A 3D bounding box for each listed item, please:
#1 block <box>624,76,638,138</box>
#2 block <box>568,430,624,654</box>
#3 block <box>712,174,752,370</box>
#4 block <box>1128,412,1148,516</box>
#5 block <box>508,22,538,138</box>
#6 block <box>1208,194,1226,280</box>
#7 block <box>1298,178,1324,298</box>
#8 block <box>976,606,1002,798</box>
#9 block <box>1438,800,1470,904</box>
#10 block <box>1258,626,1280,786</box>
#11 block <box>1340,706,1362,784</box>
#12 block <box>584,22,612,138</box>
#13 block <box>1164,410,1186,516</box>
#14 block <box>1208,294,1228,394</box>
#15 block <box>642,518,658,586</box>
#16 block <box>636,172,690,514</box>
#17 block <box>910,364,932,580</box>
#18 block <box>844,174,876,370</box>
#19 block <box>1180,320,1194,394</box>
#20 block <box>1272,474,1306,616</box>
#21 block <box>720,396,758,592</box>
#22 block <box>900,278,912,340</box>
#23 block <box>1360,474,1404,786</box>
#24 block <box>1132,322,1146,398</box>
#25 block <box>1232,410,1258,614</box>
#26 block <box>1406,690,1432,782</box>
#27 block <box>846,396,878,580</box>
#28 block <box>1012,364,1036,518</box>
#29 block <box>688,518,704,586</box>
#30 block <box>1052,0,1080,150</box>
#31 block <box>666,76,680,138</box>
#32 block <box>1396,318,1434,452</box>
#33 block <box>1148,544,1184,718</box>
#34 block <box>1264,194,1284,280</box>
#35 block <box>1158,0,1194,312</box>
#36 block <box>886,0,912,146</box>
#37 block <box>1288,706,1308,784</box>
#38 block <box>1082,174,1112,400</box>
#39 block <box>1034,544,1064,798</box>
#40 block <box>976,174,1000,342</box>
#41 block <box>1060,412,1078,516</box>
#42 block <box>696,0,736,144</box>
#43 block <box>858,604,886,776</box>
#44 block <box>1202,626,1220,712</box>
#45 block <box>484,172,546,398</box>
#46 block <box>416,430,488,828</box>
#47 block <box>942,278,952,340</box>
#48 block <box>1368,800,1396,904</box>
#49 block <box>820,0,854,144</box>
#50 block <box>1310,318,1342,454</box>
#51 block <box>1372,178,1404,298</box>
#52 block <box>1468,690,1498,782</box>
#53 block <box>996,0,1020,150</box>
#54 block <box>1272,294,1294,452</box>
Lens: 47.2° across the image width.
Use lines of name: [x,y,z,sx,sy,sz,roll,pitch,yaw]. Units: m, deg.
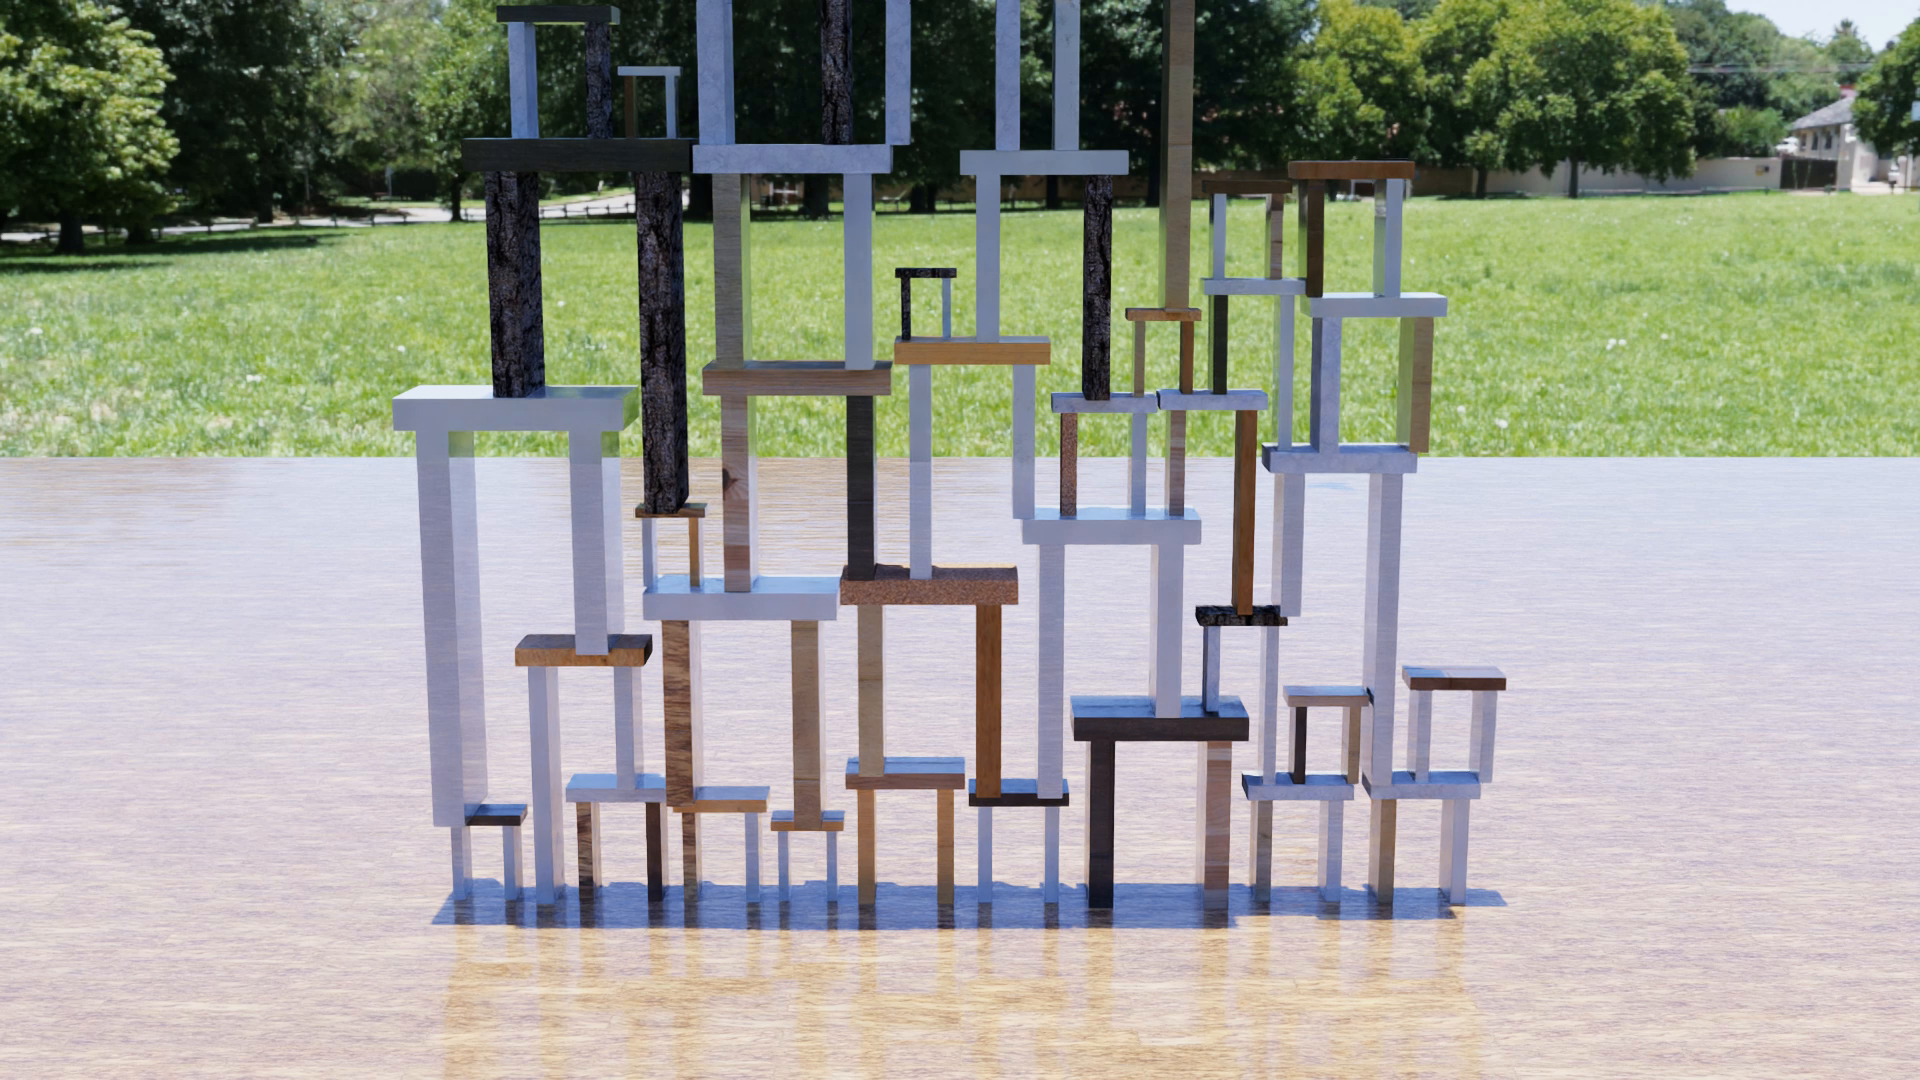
block: [-0.513,-0.675,3.432,0.014,0.096,0.048,0,11,0]
block: [-0.586,-0.010,3.555,0.051,0.359,0.180,0,11,0]
block: [-0.359,-0.428,3.476,0.043,0.302,0.151,0,11,0]
block: [0.285,-0.128,3.540,0.023,0.166,0.083,0,11,0]
block: [-0.680,-0.714,3.425,0.025,0.175,0.088,0,11,0]
block: [0.406,-0.480,3.474,0.019,0.134,0.067,0,11,0]
block: [0.553,-0.478,3.468,0.026,0.183,0.091,-1,11,0]
block: [0.047,0.248,3.607,0.040,0.319,0.142,0,11,0]
block: [0.820,0.502,3.650,0.025,0.179,0.090,0,11,0]
block: [0.506,0.264,3.609,0.020,0.267,0.071,0,11,0]
block: [0.644,0.330,3.624,0.019,0.131,0.066,0,11,0]
block: [-0.563,-0.714,3.425,0.025,0.175,0.088,0,11,0]
block: [0.346,-0.130,3.539,0.024,0.170,0.085,0,11,0]
block: [0.411,-0.315,3.505,0.022,0.158,0.079,-1,11,0]
block: [-0.503,0.015,3.564,0.016,0.113,0.056,0,11,0]
block: [-0.473,-0.319,3.505,0.049,0.533,0.174,0,11,0]
block: [-0.062,-0.117,3.534,0.035,0.343,0.122,0,11,0]
block: [-0.157,-0.428,3.476,0.043,0.302,0.151,0,11,0]
block: [0.361,-0.293,3.505,0.016,0.116,0.058,0,11,0]
block: [0.531,-0.002,3.562,0.033,0.232,0.116,0,11,1]
block: [-0.354,-0.085,3.548,0.042,0.315,0.148,0,11,0]
block: [-0.086,-0.369,3.496,0.014,0.097,0.049,0,11,0]
block: [0.686,0.137,3.584,0.033,0.513,0.116,0,11,1]
block: [0.284,-0.291,3.505,0.016,0.121,0.058,0,11,0]
block: [0.459,-0.050,3.553,0.024,0.331,0.085,0,11,0]
block: [0.755,0.313,3.615,0.022,0.155,0.077,0,11,1]
block: [-0.157,-0.094,3.546,0.042,0.295,0.148,0,11,0]
block: [0.101,-0.165,3.525,0.035,0.245,0.122,0,11,0]
block: [-0.427,0.015,3.564,0.016,0.112,0.056,0,11,0]
block: [0.165,-0.739,3.423,0.037,0.260,0.130,0,11,0]
block: [-0.449,-0.675,3.433,0.014,0.096,0.048,0,11,0]
block: [0.725,-0.253,3.509,0.030,0.214,0.107,0,11,-1]
block: [0.335,0.134,3.581,0.040,0.284,0.142,0,11,0]
block: [0.496,-0.480,3.474,0.019,0.134,0.067,0,11,0]
block: [0.338,-0.617,3.446,0.037,0.509,0.130,0,11,0]
block: [-0.096,-0.744,3.418,0.036,0.255,0.127,0,11,0]
block: [0.556,0.330,3.624,0.019,0.131,0.066,0,11,0]
block: [0.217,-0.402,3.480,0.037,0.350,0.130,0,11,0]
block: [0.146,0.200,3.593,0.040,0.418,0.142,0,11,0]
block: [0.044,-0.447,3.472,0.037,0.259,0.130,0,11,0]
block: [0.175,-0.128,3.540,0.023,0.166,0.083,0,11,0]
block: [-0.380,-0.759,3.419,0.040,0.283,0.142,0,11,0]
block: [-0.144,0.230,3.605,0.040,0.284,0.142,0,11,0]
block: [0.411,0.203,3.598,0.020,0.142,0.071,0,11,0]
block: [-0.705,-0.409,3.488,0.049,0.348,0.174,0,11,0]
block: [-0.825,0.130,3.580,0.051,0.645,0.180,0,11,0]
block: [-0.021,-0.369,3.496,0.014,0.097,0.049,0,11,0]
block: [0.701,0.502,3.649,0.025,0.179,0.090,0,11,0]
block: [-0.191,-0.759,3.419,0.040,0.283,0.142,0,11,0]
block: [0.583,-0.252,3.508,0.030,0.214,0.107,0,11,1]
block: [0.675,-0.478,3.469,0.026,0.183,0.091,-1,11,-1]
block: [0.859,0.313,3.614,0.022,0.155,0.077,1,11,0]
block: [0.074,-0.740,3.419,0.036,0.263,0.127,0,11,0]
block: [0.516,-0.270,3.512,0.022,0.248,0.079,0,11,1]
